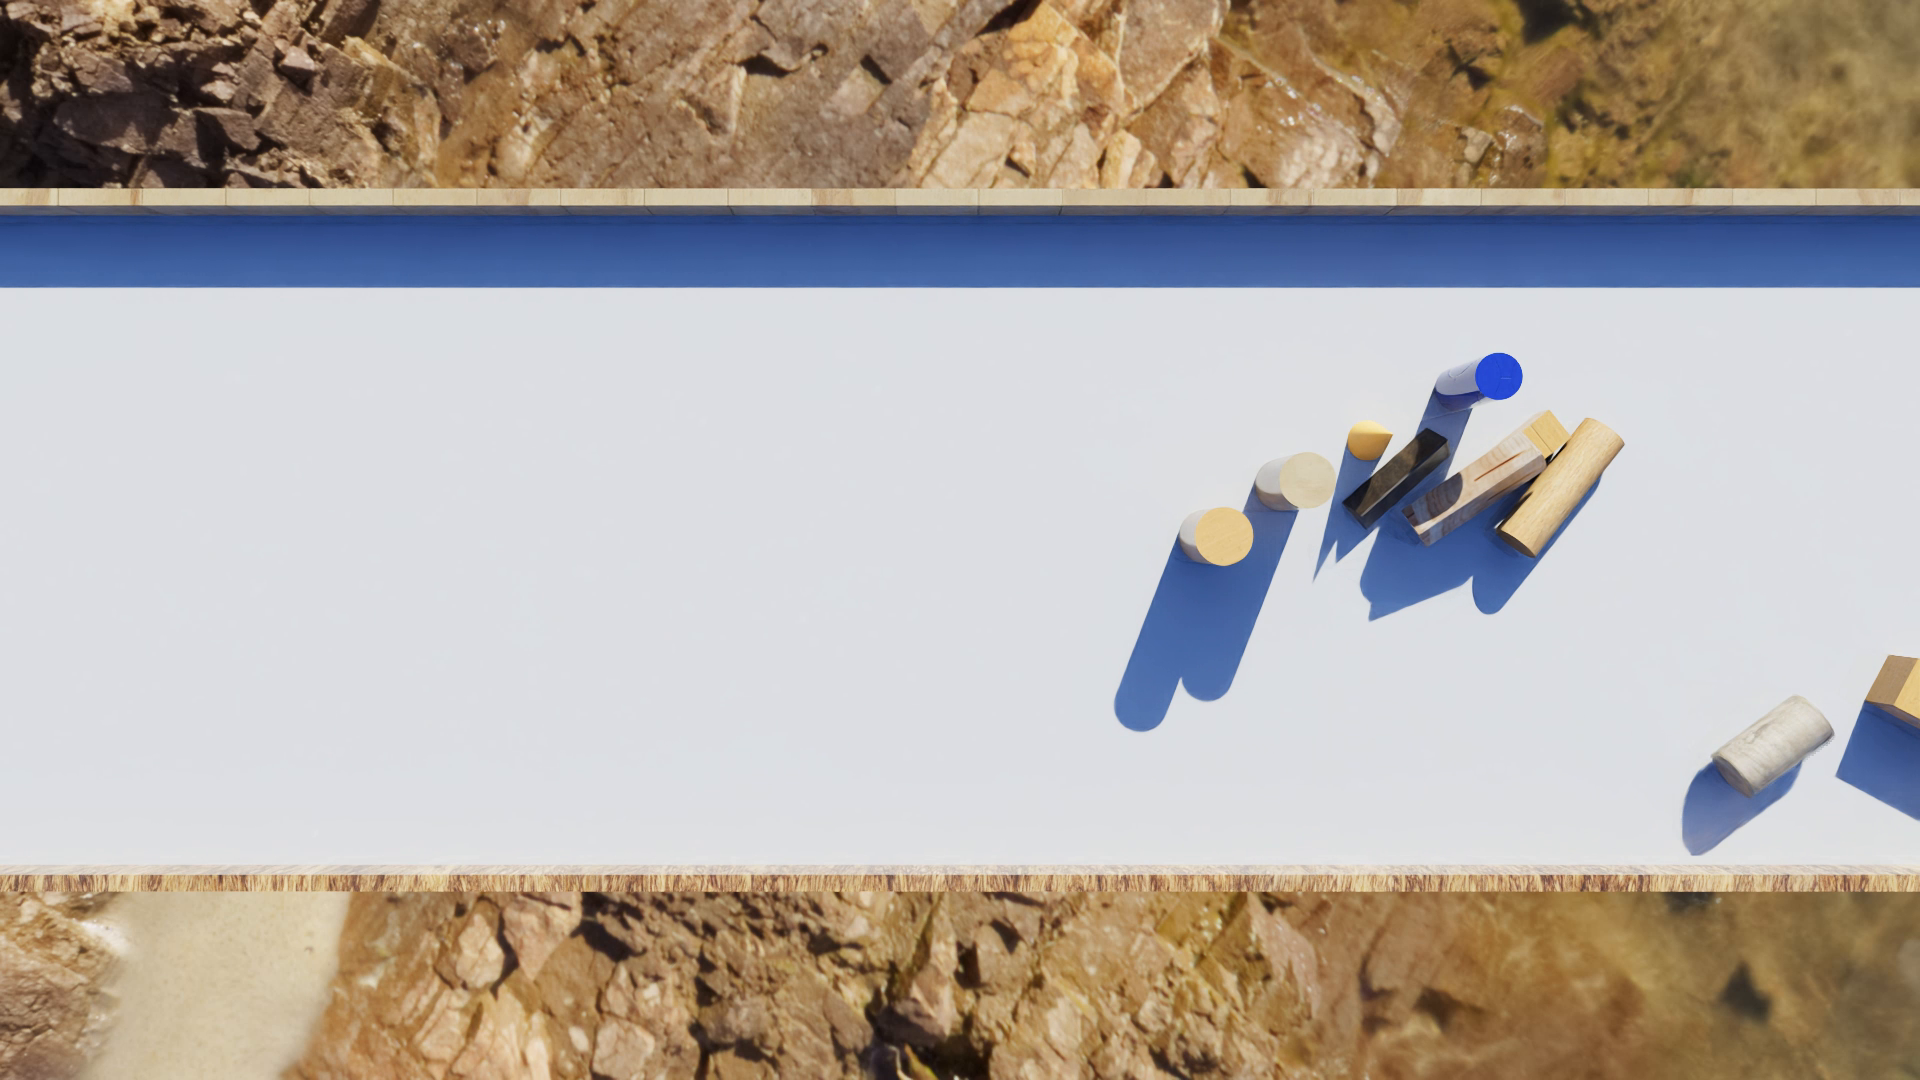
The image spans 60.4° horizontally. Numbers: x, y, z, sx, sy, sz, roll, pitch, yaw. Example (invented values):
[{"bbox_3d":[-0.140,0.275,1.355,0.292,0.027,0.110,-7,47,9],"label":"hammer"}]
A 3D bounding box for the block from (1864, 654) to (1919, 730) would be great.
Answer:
[{"bbox_3d":[2.995,0.515,4.997,0.395,0.158,0.158,28,90,0],"label":"block"}]

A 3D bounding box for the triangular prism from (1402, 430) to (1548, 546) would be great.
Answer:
[{"bbox_3d":[1.539,-0.145,4.912,0.421,0.117,0.135,-35,91,11],"label":"triangular prism"}]

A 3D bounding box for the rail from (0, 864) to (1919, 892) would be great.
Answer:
[{"bbox_3d":[-2.247,1.025,5.001,12.000,0.150,0.050,0,90,0],"label":"rail"}]

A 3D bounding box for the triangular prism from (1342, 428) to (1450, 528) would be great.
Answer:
[{"bbox_3d":[1.342,-0.188,5.026,0.348,0.095,0.110,-42,90,0],"label":"triangular prism"}]

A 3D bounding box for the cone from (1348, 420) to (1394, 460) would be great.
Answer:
[{"bbox_3d":[1.255,-0.306,4.925,0.125,0.302,0.125,0,90,0],"label":"cone"}]

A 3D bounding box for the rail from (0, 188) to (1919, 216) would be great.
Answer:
[{"bbox_3d":[-2.247,-1.025,5.002,12.000,0.150,0.050,0,90,0],"label":"rail"}]

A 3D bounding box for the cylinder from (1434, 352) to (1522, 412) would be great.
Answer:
[{"bbox_3d":[1.529,-0.464,4.877,0.136,0.399,0.136,0,90,0],"label":"cylinder"}]

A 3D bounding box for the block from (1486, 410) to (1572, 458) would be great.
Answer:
[{"bbox_3d":[1.689,-0.254,5.023,0.311,0.107,0.107,-39,90,0],"label":"block"}]

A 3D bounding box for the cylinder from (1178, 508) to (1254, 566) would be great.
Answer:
[{"bbox_3d":[0.757,-0.011,4.903,0.168,0.346,0.168,0,90,0],"label":"cylinder"}]

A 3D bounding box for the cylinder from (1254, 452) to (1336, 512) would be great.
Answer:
[{"bbox_3d":[0.988,-0.170,4.881,0.162,0.391,0.162,0,90,0],"label":"cylinder"}]

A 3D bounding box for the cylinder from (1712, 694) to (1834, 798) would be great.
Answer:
[{"bbox_3d":[2.459,0.623,4.994,0.304,0.165,0.165,-36,90,0],"label":"cylinder"}]

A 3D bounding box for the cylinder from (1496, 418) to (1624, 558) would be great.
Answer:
[{"bbox_3d":[1.820,-0.158,5.006,0.142,0.142,0.433,39,90,0],"label":"cylinder"}]
